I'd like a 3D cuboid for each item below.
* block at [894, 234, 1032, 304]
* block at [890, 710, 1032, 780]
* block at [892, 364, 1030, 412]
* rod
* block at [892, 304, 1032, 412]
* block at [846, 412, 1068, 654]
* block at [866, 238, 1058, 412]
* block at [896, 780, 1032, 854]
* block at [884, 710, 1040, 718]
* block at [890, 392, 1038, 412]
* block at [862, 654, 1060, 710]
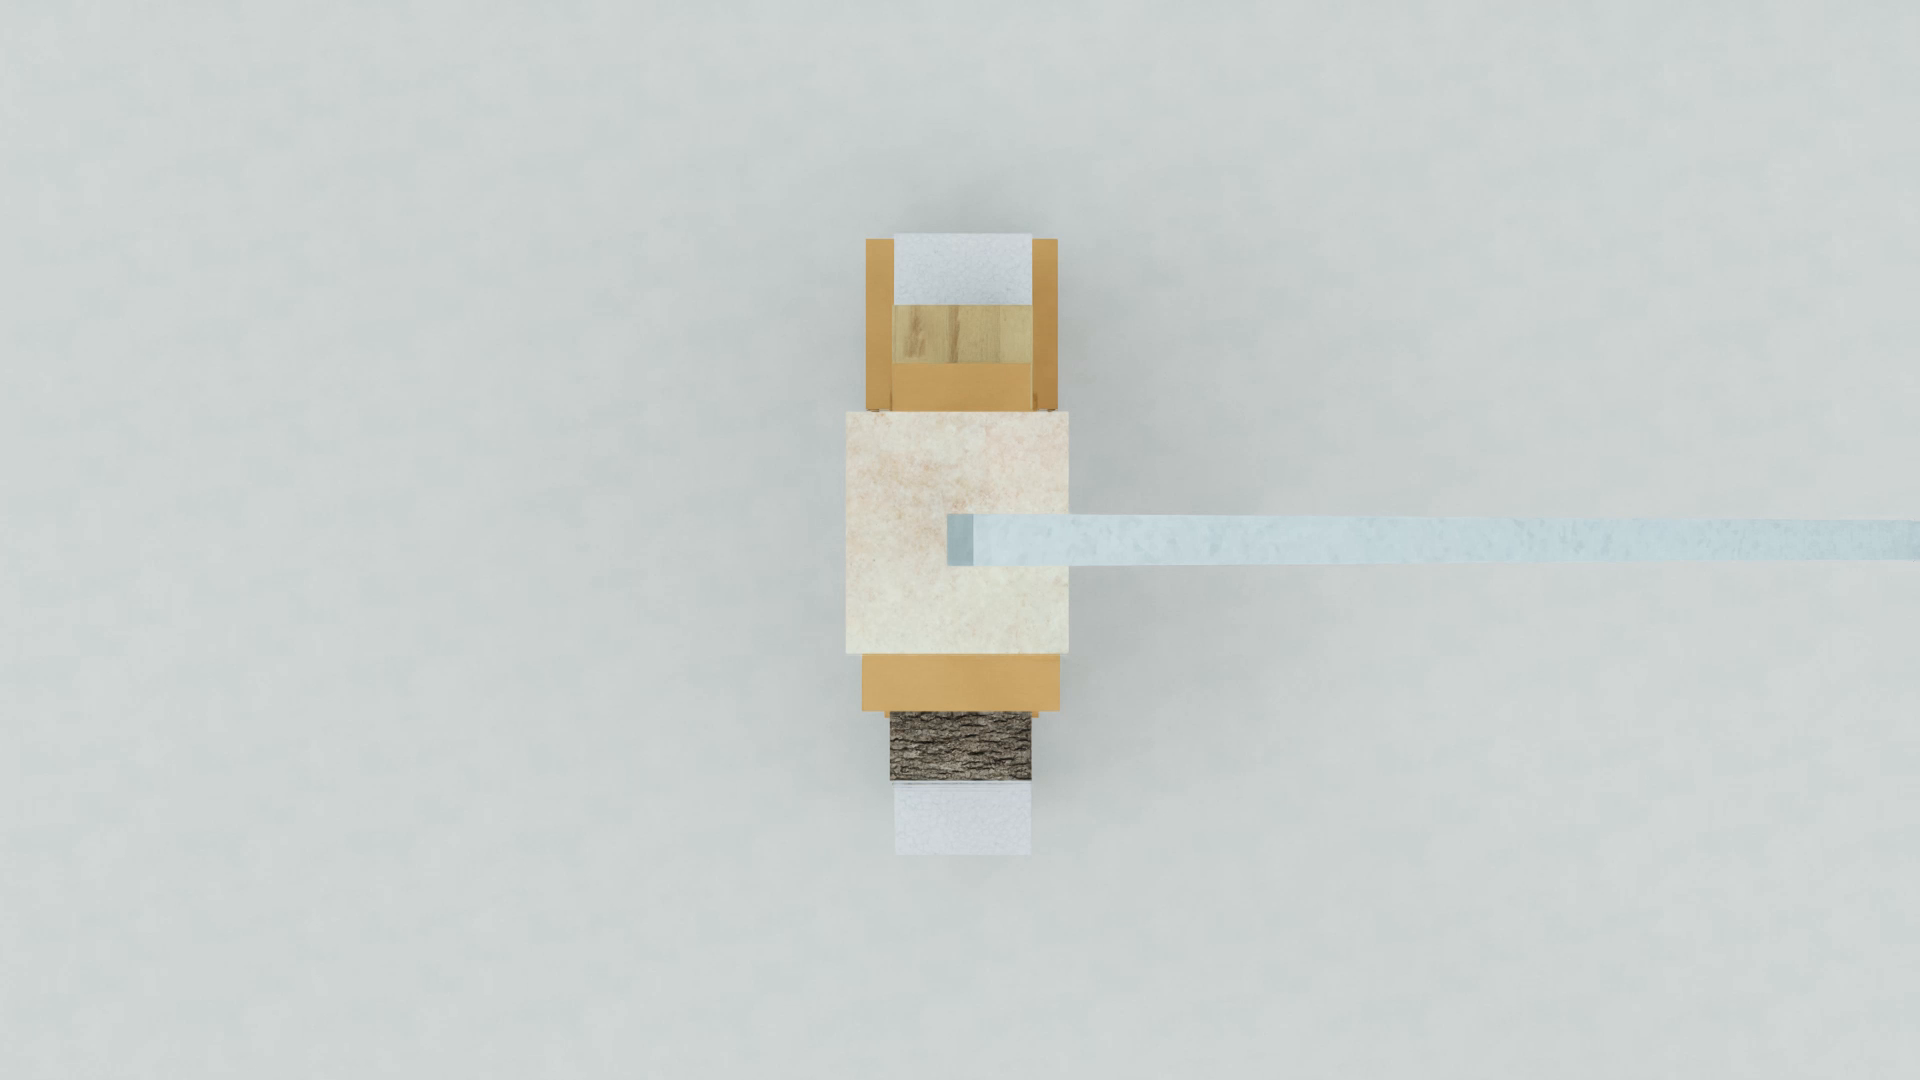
[{"bbox_3d":[0.016,-1.166,11.627,0.703,0.876,0.786,0,90,0],"label":"block"},{"bbox_3d":[0.003,0.745,10.731,0.667,0.797,0.772,0,90,0],"label":"block"},{"bbox_3d":[0.008,-0.487,10.078,0.613,0.647,0.571,0,88,0],"label":"block"},{"bbox_3d":[2.234,0.000,4.703,5.200,0.080,0.080,0,90,-31],"label":"rod"},{"bbox_3d":[0.012,-0.825,10.904,0.680,0.570,0.623,0,90,0],"label":"block"},{"bbox_3d":[-0.009,-0.021,7.262,0.705,0.608,0.765,0,90,0],"label":"block"},{"bbox_3d":[0.009,-1.181,12.532,1.053,0.935,0.943,0,90,0],"label":"block"},{"bbox_3d":[0.016,1.236,11.652,0.697,0.779,0.704,0,94,0],"label":"block"},{"bbox_3d":[0.010,0.574,12.511,0.845,0.977,0.796,0,90,0],"label":"block"},{"bbox_3d":[0.019,-0.359,11.648,0.751,0.843,0.799,0,91,0],"label":"block"},{"bbox_3d":[0.003,0.288,9.882,0.850,0.901,0.897,0,90,0],"label":"block"}]
